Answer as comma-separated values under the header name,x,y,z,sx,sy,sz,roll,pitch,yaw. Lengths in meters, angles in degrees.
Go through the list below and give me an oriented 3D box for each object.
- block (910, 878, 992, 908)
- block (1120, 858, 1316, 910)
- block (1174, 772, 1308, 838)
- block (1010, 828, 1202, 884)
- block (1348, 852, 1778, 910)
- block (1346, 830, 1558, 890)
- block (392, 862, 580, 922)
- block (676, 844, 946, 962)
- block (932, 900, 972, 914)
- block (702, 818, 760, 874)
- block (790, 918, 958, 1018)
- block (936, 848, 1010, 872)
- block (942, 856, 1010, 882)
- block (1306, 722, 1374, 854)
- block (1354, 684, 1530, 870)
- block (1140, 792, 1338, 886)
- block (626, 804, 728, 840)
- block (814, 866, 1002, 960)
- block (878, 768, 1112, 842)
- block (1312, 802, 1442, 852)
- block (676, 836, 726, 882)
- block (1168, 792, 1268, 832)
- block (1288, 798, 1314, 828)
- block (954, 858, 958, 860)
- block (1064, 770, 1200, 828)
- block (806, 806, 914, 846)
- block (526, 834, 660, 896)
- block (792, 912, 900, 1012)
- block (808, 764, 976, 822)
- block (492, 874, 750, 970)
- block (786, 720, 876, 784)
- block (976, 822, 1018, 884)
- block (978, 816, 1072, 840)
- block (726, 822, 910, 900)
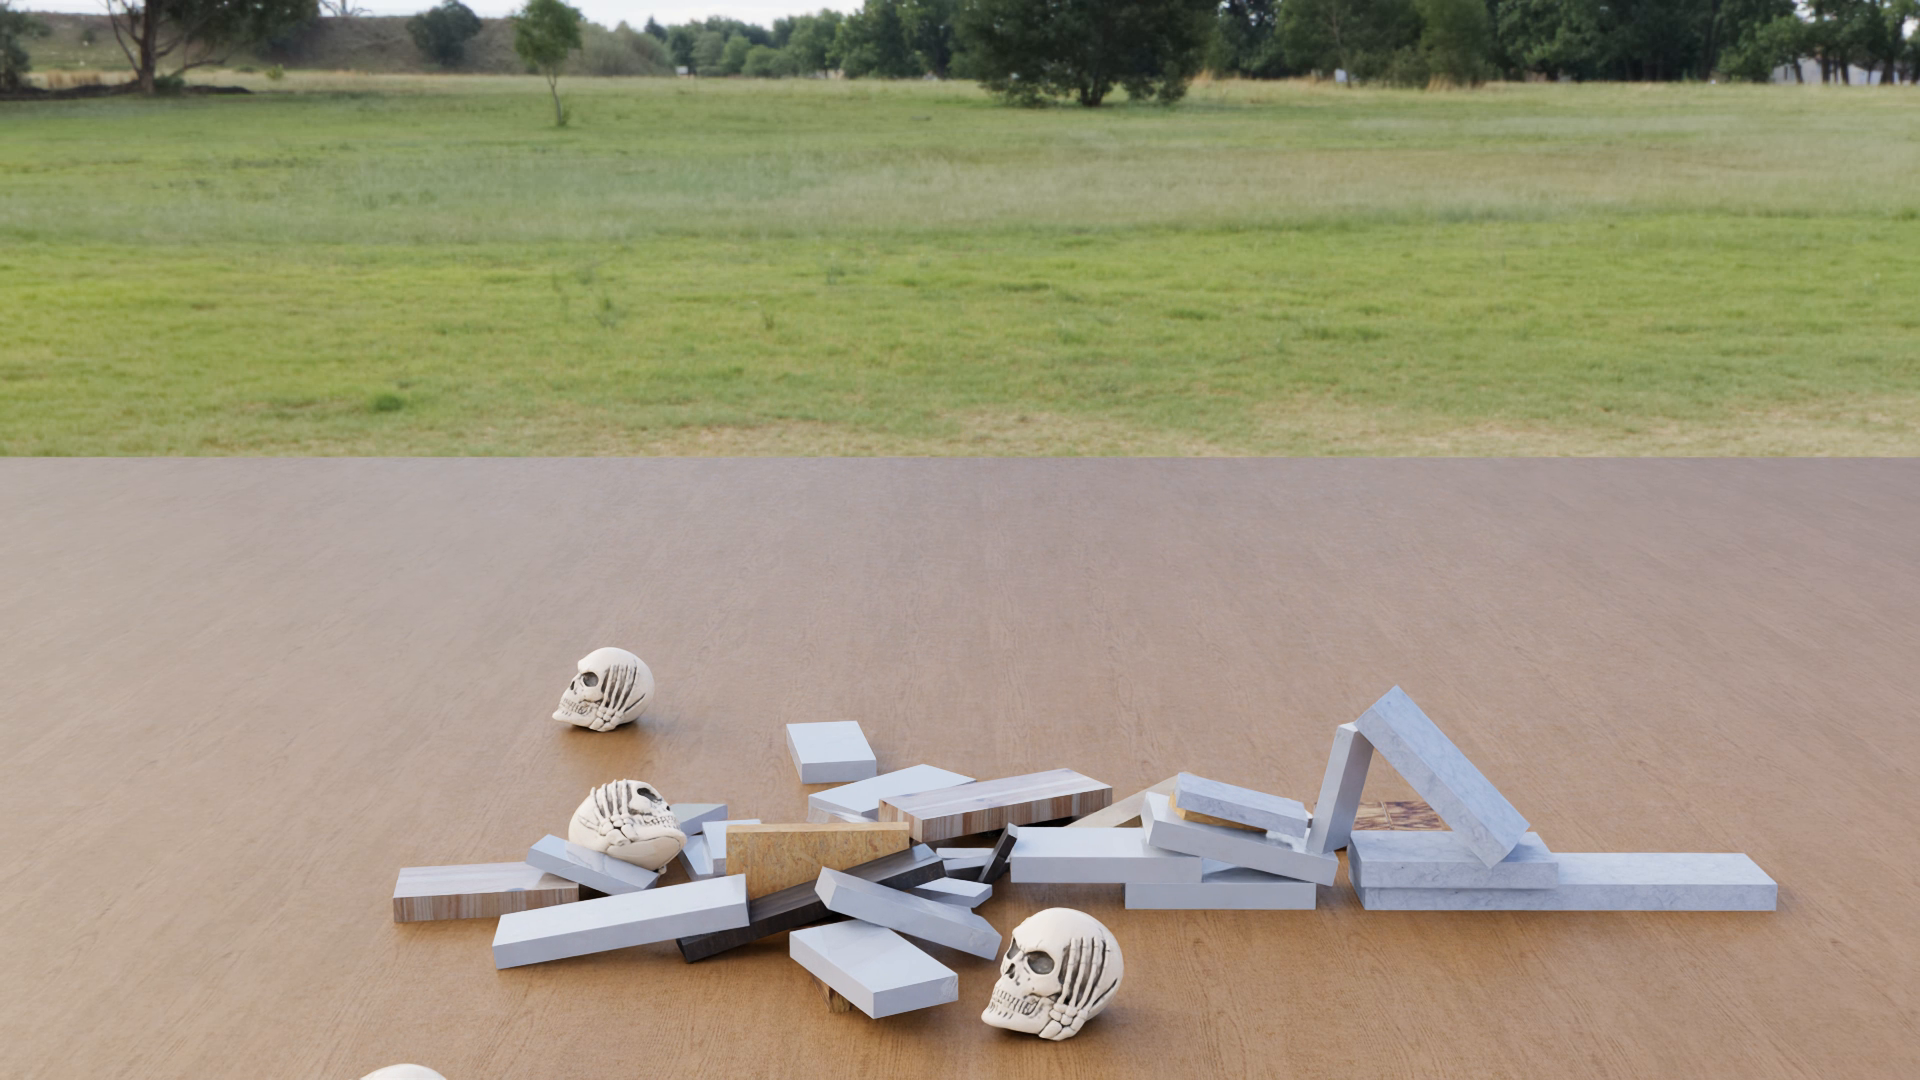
name,x,y,z,sx,sy,sz,roll,pitch,yaw
block,-0.051,0.571,3.618,0.199,0.018,0.065,5,12,26
block,0.426,0.568,3.668,0.311,0.044,0.155,0,11,0
block,0.464,0.438,3.639,0.213,0.030,0.107,14,10,1
block,0.240,0.524,3.662,0.311,0.044,0.155,0,11,1
block,0.997,0.568,3.664,0.670,0.045,0.158,0,11,0
block,0.811,0.528,3.637,0.316,0.045,0.158,0,11,2
block,-0.777,0.577,3.626,0.293,0.042,0.147,-2,11,-9
block,-0.236,0.567,3.449,0.424,0.028,0.100,-16,12,-14
block,-0.018,0.596,3.586,0.065,0.018,0.130,-1,11,-5
block,-0.383,0.526,3.776,0.100,0.028,0.201,-2,11,-11
block,-0.128,0.617,3.191,0.135,0.038,0.270,-6,12,-29
block,0.023,0.547,3.753,0.124,0.018,0.062,0,-31,1
block,0.017,0.555,3.703,0.124,0.018,0.062,-4,-33,-20
block,0.632,0.407,3.630,0.030,0.213,0.107,19,12,31
block,0.791,0.385,3.607,0.316,0.045,0.158,48,26,11
block,0.462,0.496,3.657,0.310,0.044,0.155,13,10,-2
block,-0.506,0.505,3.951,0.103,0.029,0.207,-2,2,18
block,-0.080,0.571,3.363,0.270,0.038,0.135,20,-1,-13
block,0.067,0.478,3.986,0.412,0.042,0.147,-5,12,-32
block,0.746,0.511,3.928,0.213,0.030,0.107,0,28,-2
block,-0.420,0.553,3.789,0.104,0.029,0.207,-3,11,-17
block,0.431,0.453,3.661,0.152,0.022,0.076,10,11,-17
block,0.516,0.497,3.981,0.237,0.029,0.103,4,13,-22
block,-0.051,0.561,3.711,0.092,0.013,0.046,-6,-31,-31
block,0.284,0.495,3.908,0.365,0.022,0.076,-21,19,-28
block,-0.172,0.503,3.827,0.098,0.028,0.195,18,-3,32
block,-0.608,0.545,3.644,0.201,0.028,0.100,19,7,5
block,-0.156,0.632,3.326,0.147,0.042,0.293,-3,11,-15
block,-0.125,0.484,4.126,0.293,0.042,0.147,-10,15,-43
block,-0.522,0.590,3.412,0.387,0.038,0.135,-9,11,-4
block,-0.262,0.426,4.437,0.147,0.042,0.293,-2,11,-10
block,0.059,0.534,3.645,0.018,0.124,0.062,27,10,-3
block,0.099,0.506,4.045,0.195,0.028,0.098,-7,13,-35
block,-0.229,0.535,3.561,0.293,0.147,0.042,-1,11,-3
